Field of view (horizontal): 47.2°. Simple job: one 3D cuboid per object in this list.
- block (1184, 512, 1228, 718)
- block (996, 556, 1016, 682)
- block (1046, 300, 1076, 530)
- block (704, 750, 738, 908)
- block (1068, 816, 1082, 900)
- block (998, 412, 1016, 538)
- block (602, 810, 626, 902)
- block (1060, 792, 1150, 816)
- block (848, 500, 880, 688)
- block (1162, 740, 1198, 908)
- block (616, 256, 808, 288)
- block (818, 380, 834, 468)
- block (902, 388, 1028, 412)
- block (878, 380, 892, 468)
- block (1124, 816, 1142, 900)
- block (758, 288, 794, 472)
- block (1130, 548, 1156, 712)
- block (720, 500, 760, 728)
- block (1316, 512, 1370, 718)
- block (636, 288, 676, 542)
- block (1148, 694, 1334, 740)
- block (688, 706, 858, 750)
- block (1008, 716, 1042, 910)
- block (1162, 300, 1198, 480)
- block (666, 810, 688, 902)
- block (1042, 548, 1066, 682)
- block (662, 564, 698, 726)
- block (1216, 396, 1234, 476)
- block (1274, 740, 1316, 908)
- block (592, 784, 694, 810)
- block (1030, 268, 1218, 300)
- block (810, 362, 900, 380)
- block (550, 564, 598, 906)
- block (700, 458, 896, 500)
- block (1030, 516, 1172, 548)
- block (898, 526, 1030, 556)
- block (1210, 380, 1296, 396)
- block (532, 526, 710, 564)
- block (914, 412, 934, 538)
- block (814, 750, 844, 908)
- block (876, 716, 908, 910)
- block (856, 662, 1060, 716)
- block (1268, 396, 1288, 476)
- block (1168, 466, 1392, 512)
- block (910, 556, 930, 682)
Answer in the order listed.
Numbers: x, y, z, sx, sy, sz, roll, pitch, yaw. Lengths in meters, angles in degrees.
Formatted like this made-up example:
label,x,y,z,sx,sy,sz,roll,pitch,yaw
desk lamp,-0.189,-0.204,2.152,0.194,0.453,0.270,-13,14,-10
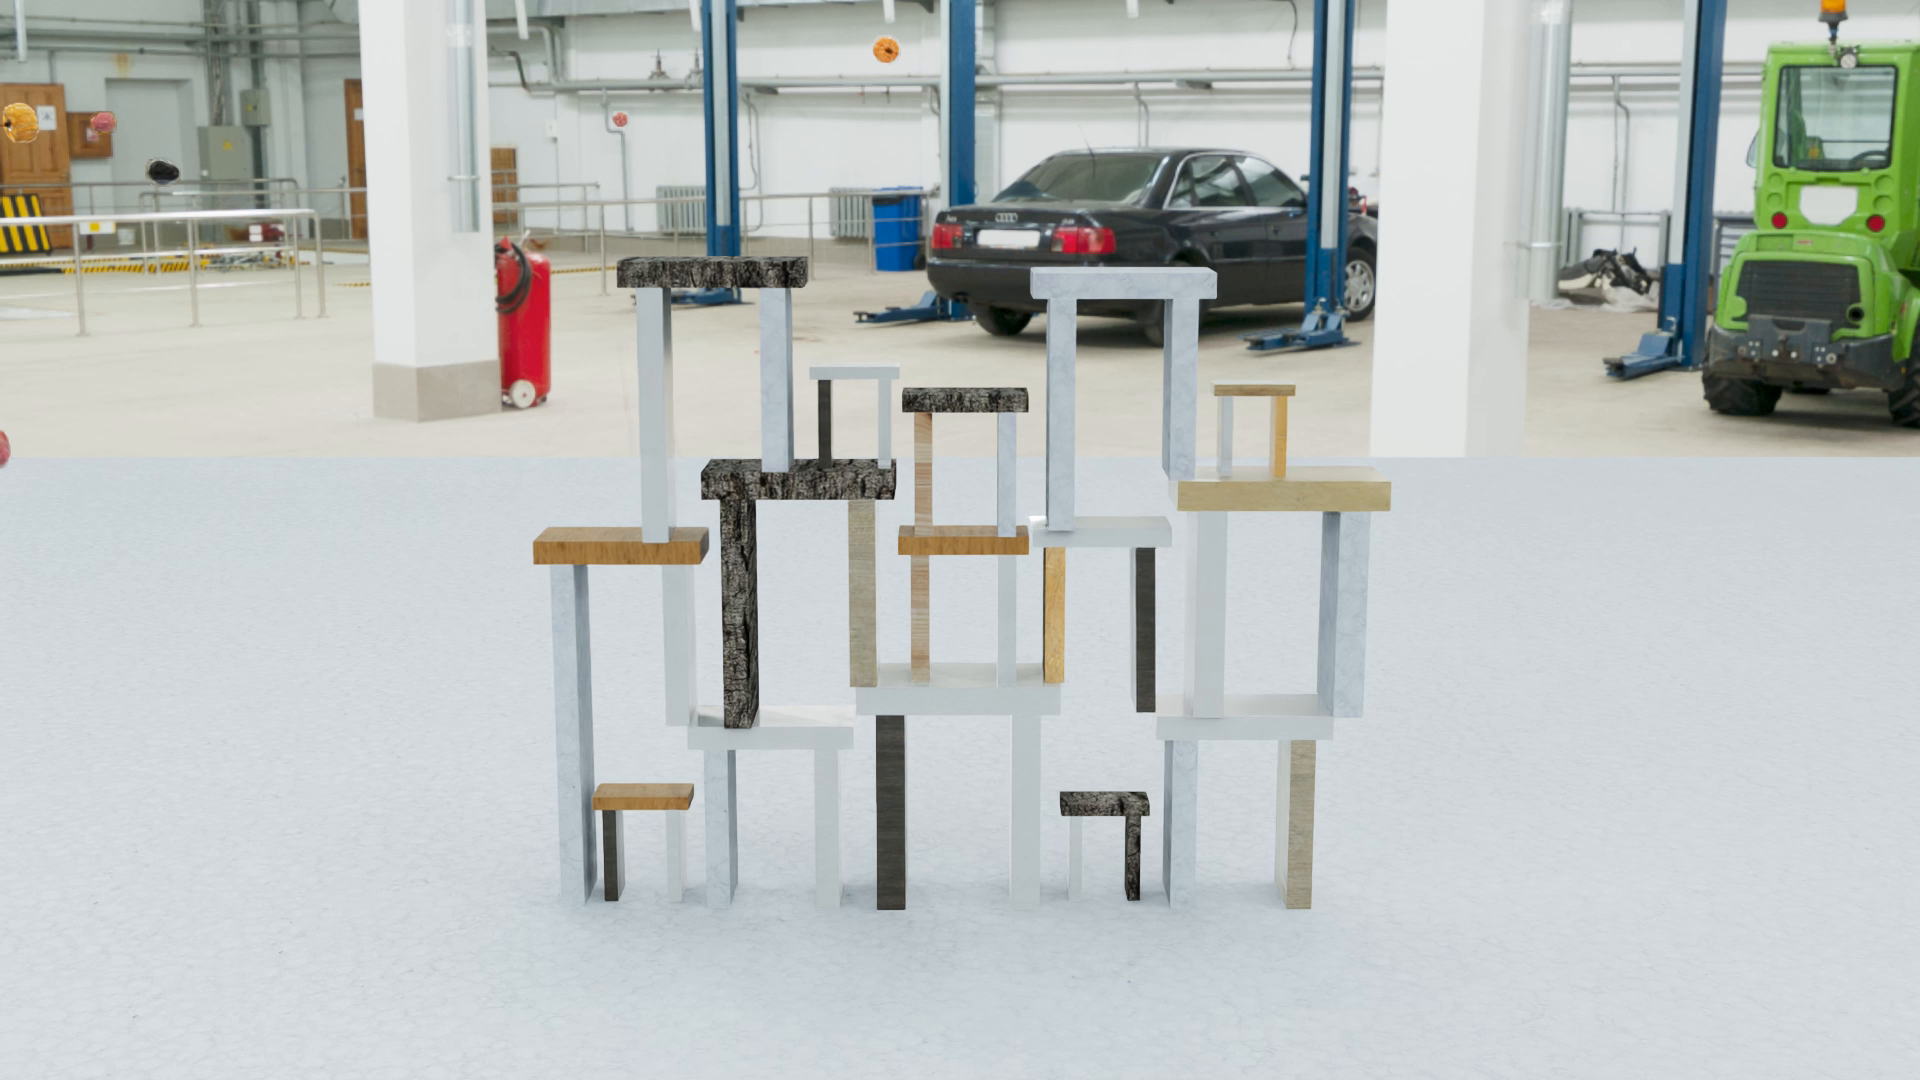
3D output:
label,x,y,z,sx,sy,sz,roll,pitch,yaw
block,0.399,0.105,3.580,0.048,0.336,0.168,0,11,0
block,0.076,0.118,3.585,0.030,0.210,0.105,0,11,0
block,0.161,-0.208,3.520,0.040,0.365,0.143,0,11,0
block,-0.396,0.458,3.644,0.038,0.268,0.134,0,11,0
block,0.191,0.518,3.658,0.021,0.145,0.072,0,11,0
block,0.075,-0.112,3.537,0.028,0.200,0.100,0,11,0
block,-0.576,0.513,3.657,0.022,0.157,0.078,0,11,0
block,0.239,0.437,3.643,0.145,0.021,0.072,0,11,0
block,-0.155,0.072,3.570,0.043,0.304,0.152,0,11,0
block,0.364,0.450,3.641,0.040,0.285,0.143,0,11,0
block,-0.389,-0.424,3.480,0.289,0.041,0.144,0,10,-1
block,-0.215,-0.190,3.522,0.020,0.142,0.071,0,11,0
block,0.008,-0.224,3.516,0.200,0.028,0.100,0,11,0
block,-0.120,-0.190,3.522,0.020,0.142,0.071,0,11,0
block,0.287,0.518,3.658,0.021,0.145,0.072,0,11,0
block,-0.292,-0.262,3.509,0.041,0.289,0.144,0,11,0
block,0.298,0.136,3.590,0.031,0.272,0.111,-1,10,0
block,-0.358,0.106,3.576,0.043,0.373,0.152,0,11,0
block,0.623,0.105,3.580,0.048,0.336,0.168,0,11,0
block,-0.485,-0.207,3.520,0.041,0.402,0.144,0,10,-2
block,0.459,0.290,3.611,0.285,0.040,0.143,0,11,0
block,-0.306,0.308,3.615,0.268,0.038,0.134,0,11,0
block,0.107,0.428,3.641,0.047,0.329,0.164,0,11,0
block,0.351,-0.247,3.512,0.040,0.285,0.143,0,11,0
block,-0.471,0.513,3.657,0.022,0.157,0.078,0,11,0
block,0.153,0.111,3.584,0.031,0.222,0.111,0,11,0
block,-0.457,0.158,3.591,0.038,0.265,0.133,0,10,-1
block,0.425,-0.171,3.530,0.018,0.129,0.064,0,10,0
block,0.554,0.450,3.641,0.040,0.285,0.143,0,11,0
block,-0.523,0.425,3.640,0.157,0.022,0.078,0,11,0
block,0.256,-0.407,3.483,0.285,0.040,0.143,0,11,0
block,-0.167,-0.270,3.508,0.142,0.020,0.071,0,11,-1
block,-0.635,0.308,3.621,0.038,0.572,0.133,0,10,0
block,-0.256,-0.098,3.538,0.304,0.043,0.152,0,11,0
block,0.227,-0.014,3.561,0.222,0.031,0.111,0,11,0
block,0.006,0.000,3.563,0.210,0.030,0.105,0,11,0
block,0.468,-0.243,3.516,0.129,0.018,0.064,0,10,0
block,-0.547,0.009,3.564,0.265,0.038,0.133,0,10,0
block,-0.058,-0.112,3.537,0.028,0.200,0.100,0,11,0
block,-0.217,0.458,3.644,0.038,0.268,0.134,0,11,0
block,-0.112,0.428,3.641,0.047,0.329,0.164,0,11,0
block,-0.003,0.244,3.607,0.329,0.047,0.164,0,11,0
block,0.511,-0.171,3.530,0.018,0.129,0.064,0,10,0
block,0.511,-0.084,3.545,0.336,0.048,0.168,0,11,0
block,-0.064,0.118,3.585,0.030,0.210,0.105,0,11,0
